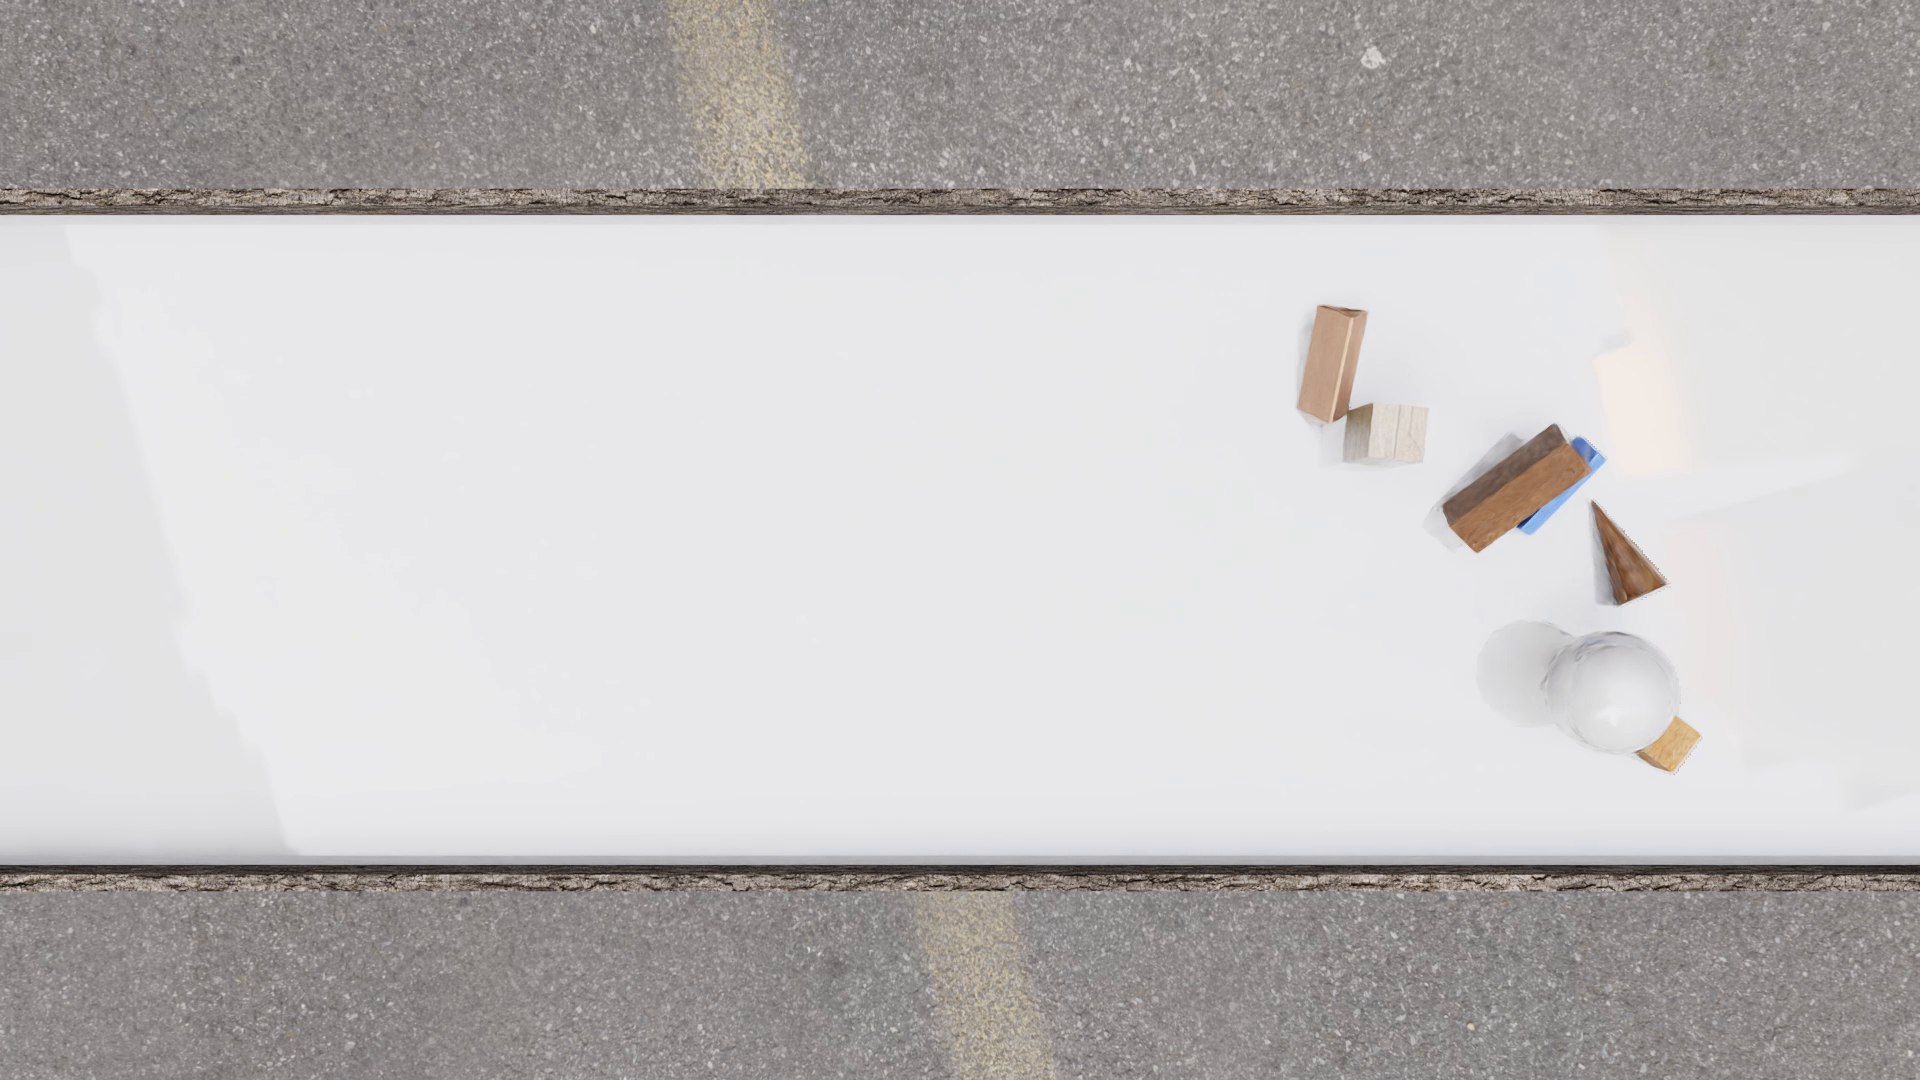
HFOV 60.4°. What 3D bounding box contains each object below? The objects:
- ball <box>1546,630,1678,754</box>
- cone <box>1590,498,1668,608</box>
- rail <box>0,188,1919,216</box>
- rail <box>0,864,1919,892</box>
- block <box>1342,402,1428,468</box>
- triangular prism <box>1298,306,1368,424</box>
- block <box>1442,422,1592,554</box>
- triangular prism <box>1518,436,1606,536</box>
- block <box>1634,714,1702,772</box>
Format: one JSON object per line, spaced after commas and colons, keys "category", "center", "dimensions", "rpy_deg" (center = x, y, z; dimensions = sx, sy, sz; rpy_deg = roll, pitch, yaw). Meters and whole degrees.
{"category": "ball", "center": [1.873, 0.439, 4.746], "dimensions": [0.357, 0.357, 0.357], "rpy_deg": [0, 90, 0]}
{"category": "cone", "center": [2.001, 0.018, 5.031], "dimensions": [0.162, 0.162, 0.337], "rpy_deg": [-24, 78, 0]}
{"category": "rail", "center": [-2.247, -1.025, 5.002], "dimensions": [12.000, 0.150, 0.050], "rpy_deg": [0, 90, 0]}
{"category": "rail", "center": [-2.247, 1.025, 5.001], "dimensions": [12.000, 0.150, 0.050], "rpy_deg": [0, 90, 0]}
{"category": "block", "center": [1.260, -0.309, 4.904], "dimensions": [0.159, 0.342, 0.159], "rpy_deg": [6, 90, 1]}
{"category": "triangular prism", "center": [1.131, -0.523, 4.953], "dimensions": [0.152, 0.132, 0.324], "rpy_deg": [7, 111, -2]}
{"category": "block", "center": [1.656, -0.153, 4.917], "dimensions": [0.131, 0.131, 0.412], "rpy_deg": [42, 114, -18]}
{"category": "triangular prism", "center": [1.803, -0.154, 4.981], "dimensions": [0.113, 0.098, 0.316], "rpy_deg": [41, 107, -1]}
{"category": "block", "center": [2.022, 0.525, 5.005], "dimensions": [0.381, 0.144, 0.144], "rpy_deg": [37, 90, 0]}
